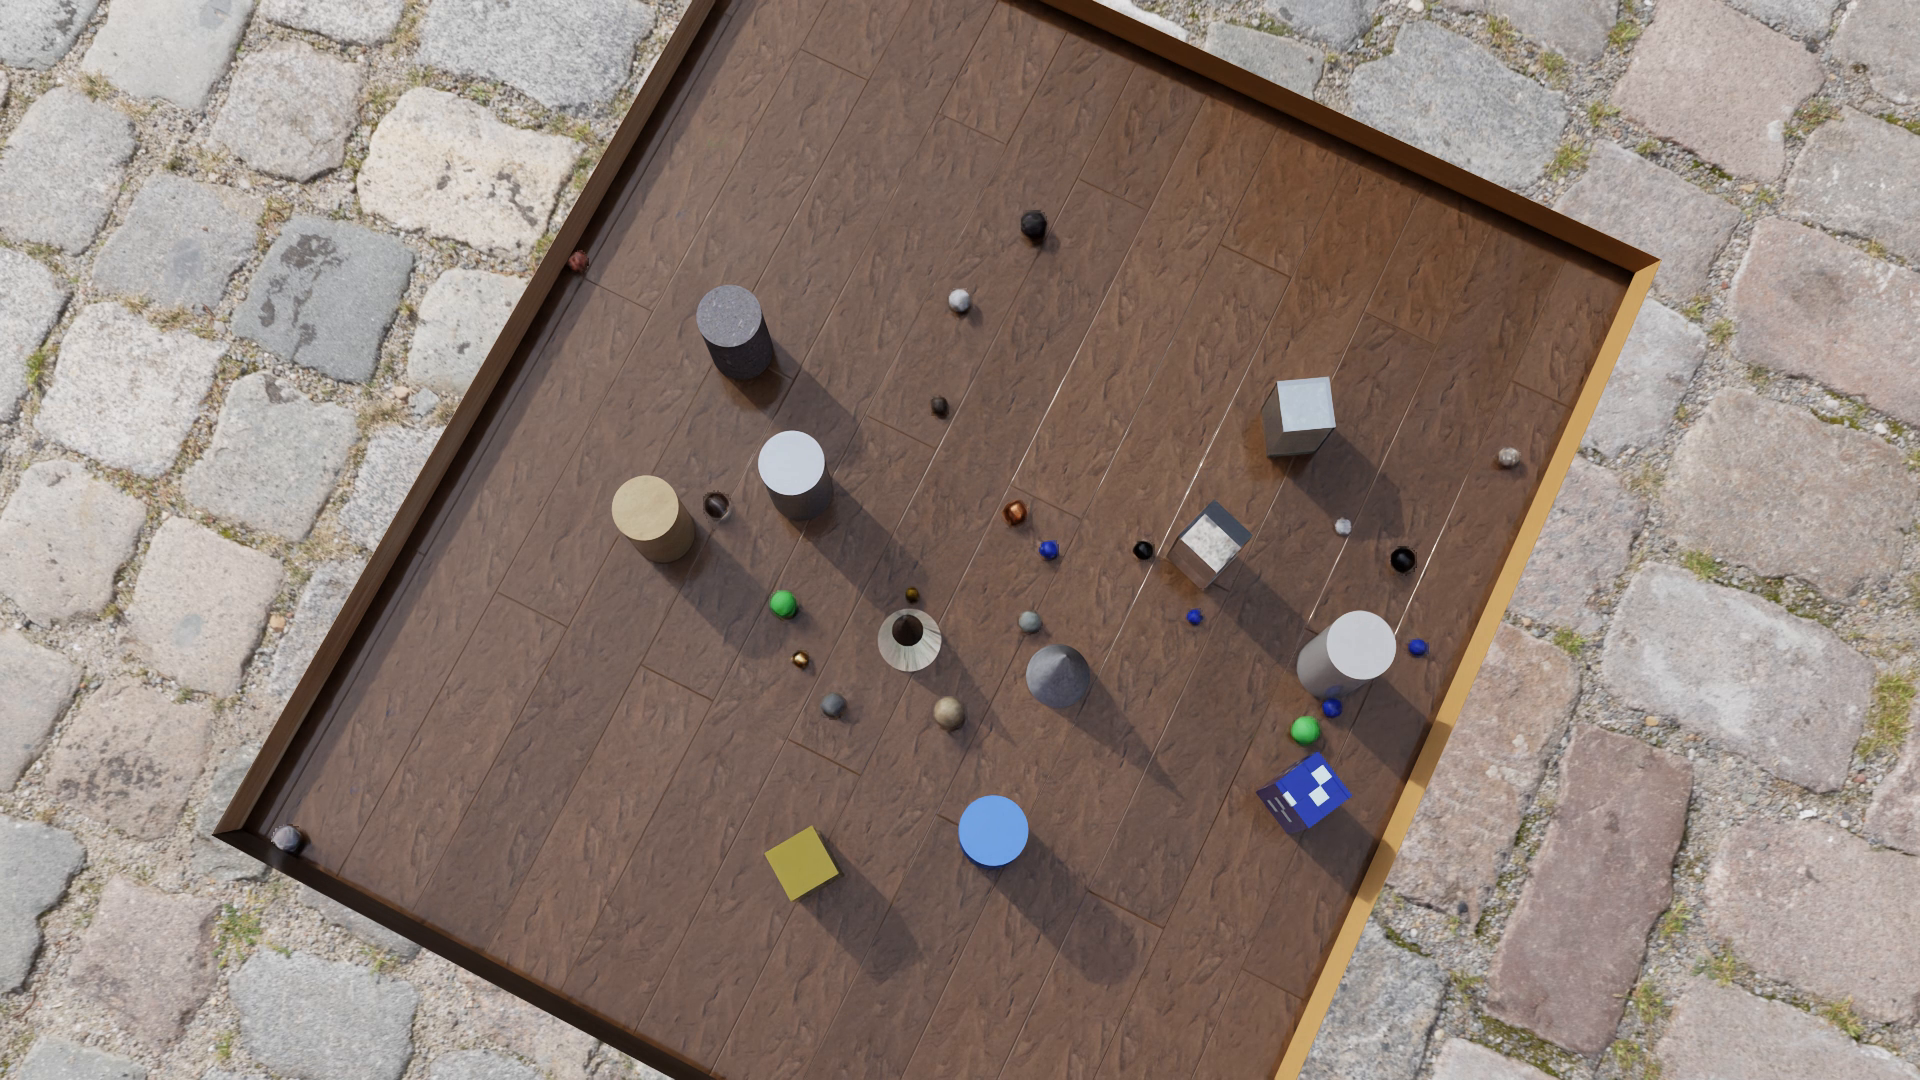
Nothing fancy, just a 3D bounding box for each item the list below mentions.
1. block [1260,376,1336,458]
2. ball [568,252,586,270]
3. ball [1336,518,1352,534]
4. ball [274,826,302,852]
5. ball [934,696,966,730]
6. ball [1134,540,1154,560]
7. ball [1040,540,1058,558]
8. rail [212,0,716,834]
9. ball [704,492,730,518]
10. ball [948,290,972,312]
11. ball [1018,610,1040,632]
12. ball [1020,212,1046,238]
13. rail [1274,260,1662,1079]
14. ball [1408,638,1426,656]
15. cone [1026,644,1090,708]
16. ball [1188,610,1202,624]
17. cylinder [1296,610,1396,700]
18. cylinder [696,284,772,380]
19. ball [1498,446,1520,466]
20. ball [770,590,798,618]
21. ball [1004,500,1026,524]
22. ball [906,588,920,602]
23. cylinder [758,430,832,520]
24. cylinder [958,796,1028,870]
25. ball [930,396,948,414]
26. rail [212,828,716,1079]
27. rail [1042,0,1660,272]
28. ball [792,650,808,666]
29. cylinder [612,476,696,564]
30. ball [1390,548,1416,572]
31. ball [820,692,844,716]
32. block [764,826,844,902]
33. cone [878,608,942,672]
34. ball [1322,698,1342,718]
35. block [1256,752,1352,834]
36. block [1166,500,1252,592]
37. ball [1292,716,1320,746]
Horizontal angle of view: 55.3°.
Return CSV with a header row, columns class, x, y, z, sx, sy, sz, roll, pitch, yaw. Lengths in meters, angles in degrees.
class,x,y,z,sx,sy,sz,roll,pitch,yaw
block,1.018,-0.368,5.536,0.154,0.306,0.154,-5,78,-1
ball,-1.207,-0.878,5.768,0.059,0.059,0.059,0,78,0
ball,1.171,-0.042,5.601,0.048,0.048,0.048,0,78,0
ball,-1.979,0.881,5.395,0.077,0.077,0.077,0,78,0
ball,-0.032,0.515,5.461,0.096,0.096,0.096,0,78,0
ball,0.558,0.031,5.579,0.060,0.060,0.060,0,78,0
ball,0.269,0.030,5.582,0.056,0.056,0.056,0,78,0
rail,-1.364,-0.661,5.688,0.045,0.125,3.516,26,80,5
ball,-0.743,-0.107,5.599,0.077,0.077,0.077,0,78,0
ball,-0.001,-0.750,5.735,0.071,0.071,0.071,0,78,0
ball,0.210,0.247,5.532,0.065,0.065,0.065,0,78,0
ball,0.231,-0.996,5.781,0.082,0.082,0.082,0,78,0
rail,1.364,0.675,5.412,0.045,0.125,3.516,26,80,5
ball,1.379,0.323,5.523,0.053,0.053,0.053,0,78,0
cone,0.296,0.365,5.316,0.193,0.440,0.193,0,78,0
ball,0.710,0.232,5.545,0.046,0.046,0.046,0,78,0
cylinder,1.113,0.338,5.308,0.193,0.467,0.193,0,78,0
cylinder,-0.682,-0.628,5.575,0.193,0.336,0.193,0,78,0
ball,1.687,-0.256,5.638,0.062,0.062,0.062,0,78,0
ball,-0.532,0.194,5.535,0.080,0.080,0.080,0,78,0
ball,0.168,-0.084,5.598,0.070,0.070,0.070,0,78,0
ball,-0.145,0.166,5.561,0.042,0.042,0.042,0,78,0
cylinder,-0.489,-0.189,5.479,0.193,0.345,0.193,0,78,0
cylinder,0.093,0.840,5.246,0.193,0.385,0.193,0,78,0
ball,-0.064,-0.417,5.674,0.056,0.056,0.056,0,78,0
rail,-0.776,1.526,5.236,3.098,0.125,0.045,26,80,5
rail,0.776,-1.512,5.864,3.098,0.125,0.045,26,80,5
ball,-0.482,0.358,5.518,0.048,0.048,0.048,0,78,0
cylinder,-0.908,-0.058,5.454,0.193,0.342,0.193,0,78,0
ball,1.344,0.061,5.565,0.076,0.076,0.076,0,78,0
ball,-0.381,0.492,5.478,0.072,0.072,0.072,0,78,0
block,-0.445,0.936,5.283,0.154,0.274,0.154,-30,80,-6
cone,-0.153,0.264,5.367,0.193,0.381,0.193,0,78,0
ball,1.114,0.504,5.482,0.059,0.059,0.059,0,78,0
block,0.987,0.732,5.287,0.154,0.349,0.154,-35,81,-7
block,0.739,0.019,5.455,0.154,0.309,0.154,44,82,8
ball,1.029,0.569,5.456,0.084,0.084,0.084,0,78,0
